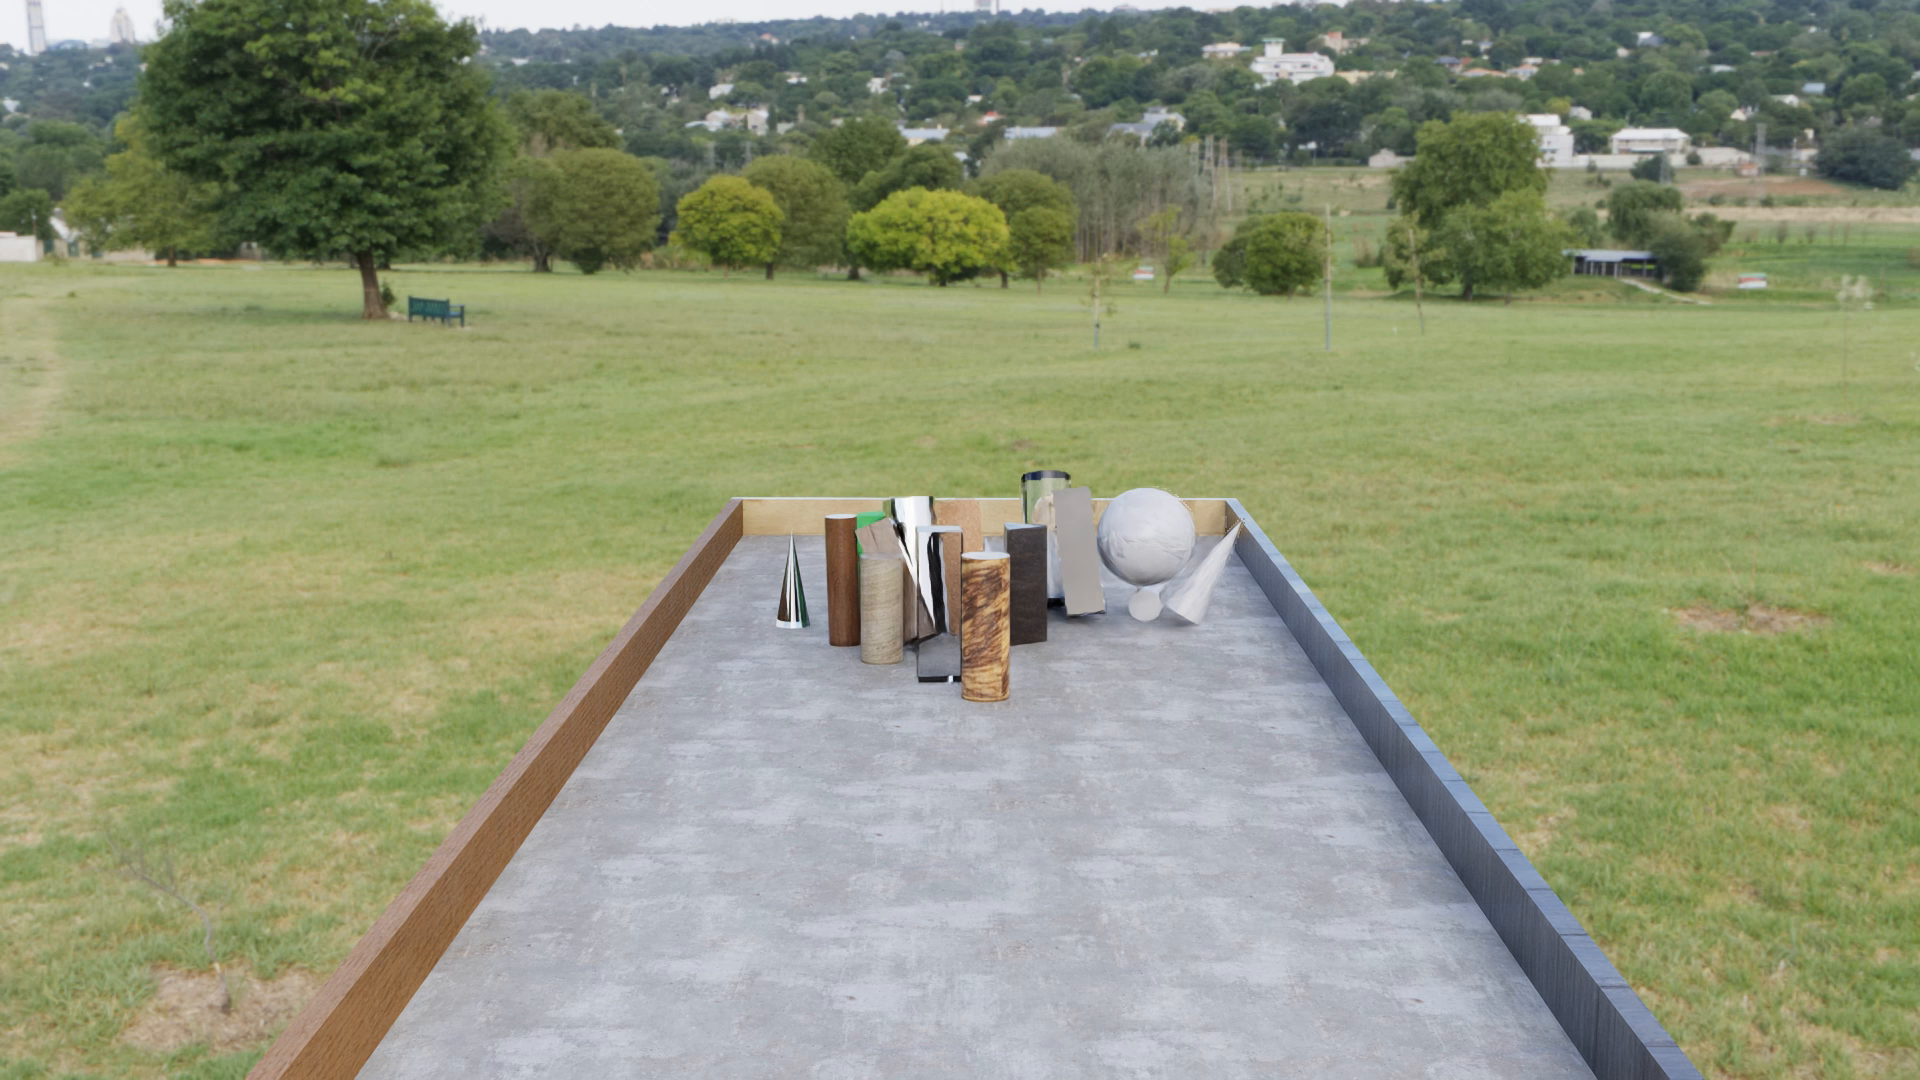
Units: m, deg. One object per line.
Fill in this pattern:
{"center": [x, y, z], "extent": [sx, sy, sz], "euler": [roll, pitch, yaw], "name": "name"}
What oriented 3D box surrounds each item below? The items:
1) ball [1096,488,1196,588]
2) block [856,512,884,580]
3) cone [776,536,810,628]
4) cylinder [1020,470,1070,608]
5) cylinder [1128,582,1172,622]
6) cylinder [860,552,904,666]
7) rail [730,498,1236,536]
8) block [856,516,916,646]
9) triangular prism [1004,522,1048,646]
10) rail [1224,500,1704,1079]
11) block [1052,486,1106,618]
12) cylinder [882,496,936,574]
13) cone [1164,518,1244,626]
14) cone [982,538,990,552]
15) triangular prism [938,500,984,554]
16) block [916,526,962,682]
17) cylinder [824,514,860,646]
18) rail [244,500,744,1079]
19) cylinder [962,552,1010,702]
{"center": [0.611, -0.008, 7.221], "extent": [0.327, 0.327, 0.327], "euler": [0, 9, 0], "name": "ball"}
{"center": [-0.259, 0.095, 7.198], "extent": [0.171, 0.363, 0.171], "euler": [-1, 6, 39], "name": "block"}
{"center": [-0.550, 0.123, 7.219], "extent": [0.113, 0.317, 0.113], "euler": [0, 9, 0], "name": "cone"}
{"center": [0.300, -0.001, 7.501], "extent": [0.171, 0.443, 0.171], "euler": [-2, -13, 0], "name": "cylinder"}
{"center": [0.645, 0.193, 7.442], "extent": [0.108, 0.108, 0.325], "euler": [2, 9, 11], "name": "cylinder"}
{"center": [-0.237, 0.208, 6.665], "extent": [0.130, 0.324, 0.130], "euler": [0, 9, 0], "name": "cylinder"}
{"center": [0.099, -0.098, 9.147], "extent": [2.100, 0.150, 0.050], "euler": [0, 9, 1], "name": "rail"}
{"center": [-0.198, 0.131, 6.869], "extent": [0.114, 0.381, 0.114], "euler": [-22, -9, 4], "name": "block"}
{"center": [0.178, 0.135, 6.971], "extent": [0.151, 0.371, 0.131], "euler": [-6, 11, -32], "name": "triangular prism"}
{"center": [1.046, 0.843, 3.208], "extent": [0.050, 0.150, 12.000], "euler": [0, 9, 1], "name": "rail"}
{"center": [0.396, 0.041, 7.318], "extent": [0.126, 0.417, 0.126], "euler": [-7, -7, 4], "name": "block"}
{"center": [-0.148, 0.082, 7.043], "extent": [0.168, 0.427, 0.168], "euler": [-5, -3, 0], "name": "cylinder"}
{"center": [0.829, 0.086, 7.211], "extent": [0.147, 0.370, 0.147], "euler": [31, 7, -4], "name": "cone"}
{"center": [0.085, 0.135, 7.186], "extent": [0.171, 0.301, 0.171], "euler": [0, 10, 0], "name": "cone"}
{"center": [0.033, 0.085, 7.107], "extent": [0.114, 0.416, 0.132], "euler": [-2, -5, -36], "name": "triangular prism"}
{"center": [-0.061, 0.186, 6.422], "extent": [0.127, 0.443, 0.127], "euler": [-1, 9, -4], "name": "block"}
{"center": [-0.368, 0.126, 6.915], "extent": [0.101, 0.404, 0.101], "euler": [-2, 8, 0], "name": "cylinder"}
{"center": [-1.004, 0.839, 3.234], "extent": [0.050, 0.150, 12.000], "euler": [0, 9, 1], "name": "rail"}
{"center": [0.072, 0.243, 6.180], "extent": [0.137, 0.405, 0.137], "euler": [0, 9, 0], "name": "cylinder"}
